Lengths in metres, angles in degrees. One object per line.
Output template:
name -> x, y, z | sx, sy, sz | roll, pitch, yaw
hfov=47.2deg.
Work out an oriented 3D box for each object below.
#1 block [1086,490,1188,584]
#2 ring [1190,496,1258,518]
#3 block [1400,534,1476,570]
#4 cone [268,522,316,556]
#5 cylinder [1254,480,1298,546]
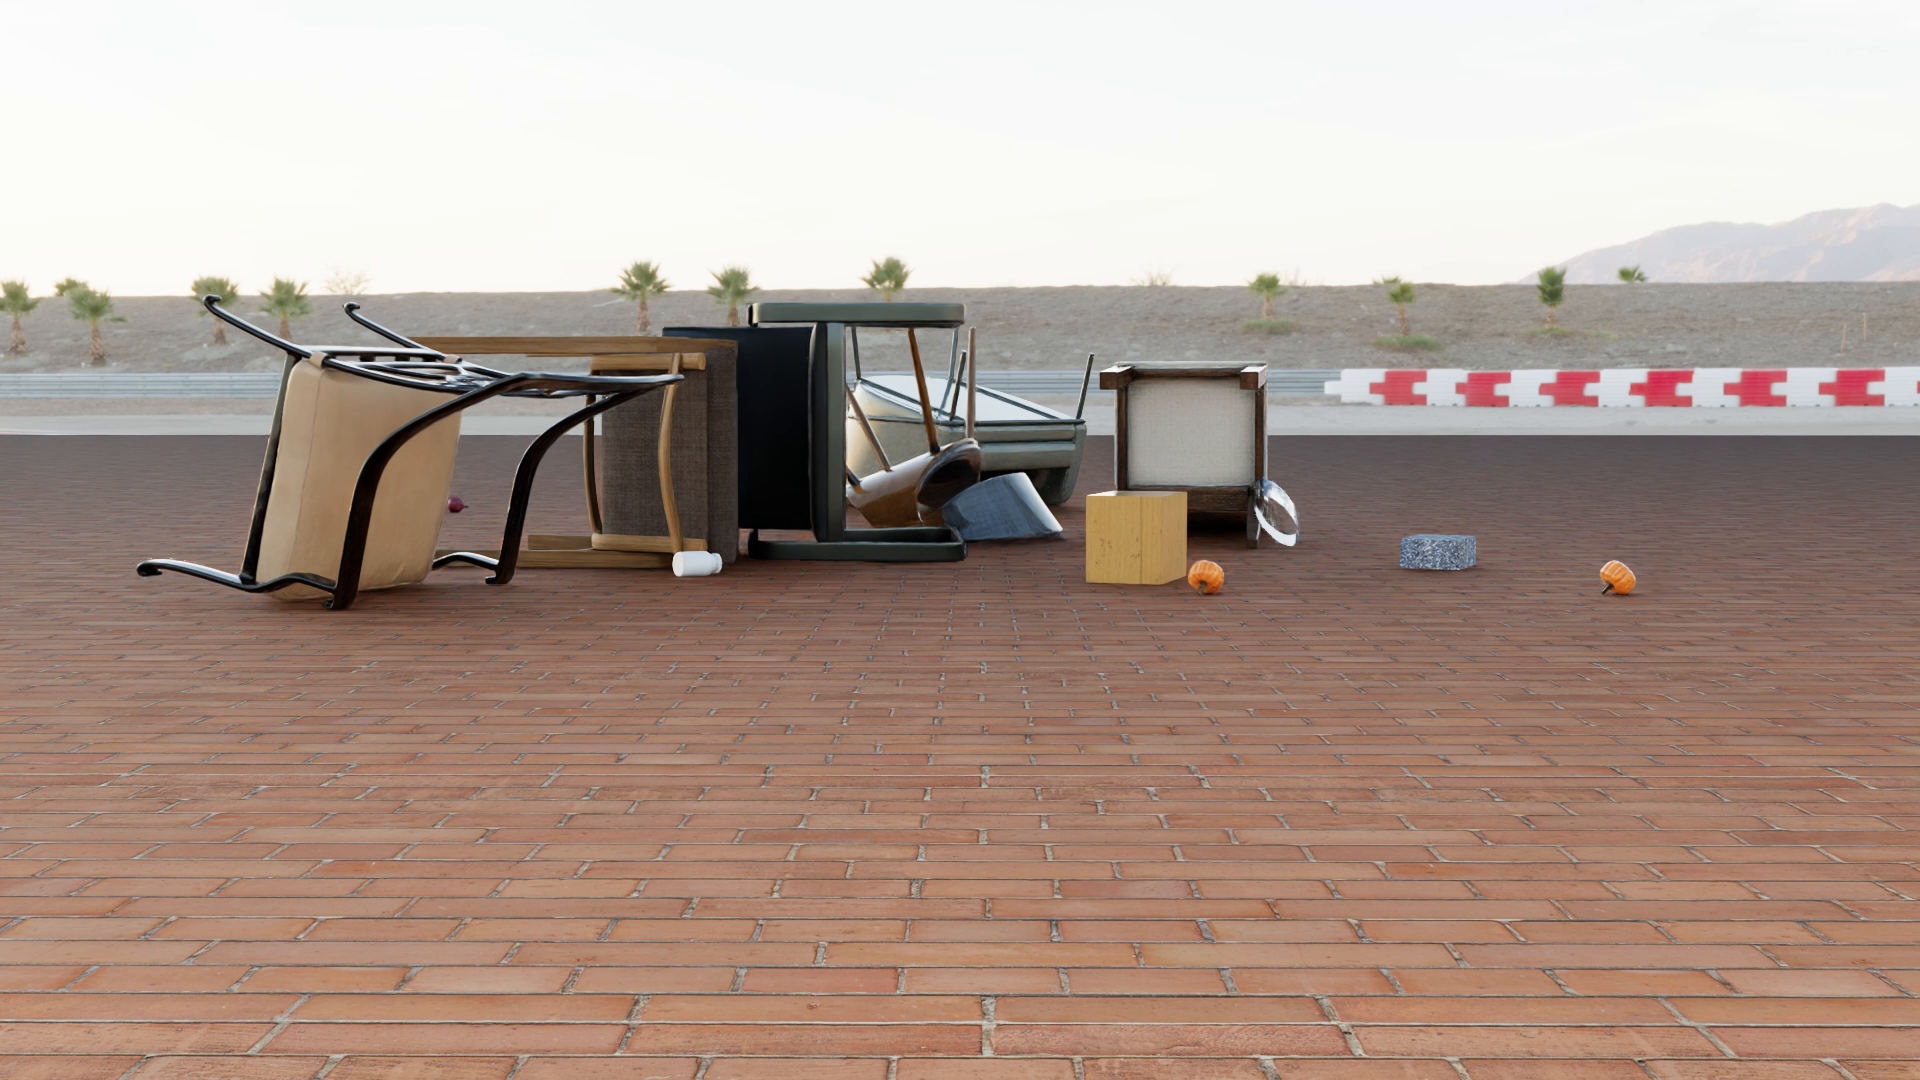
block -> 0.419, -0.009, 5.197 | 0.179, 0.202, 0.258 | 1, 4, 19
ring -> 0.941, -0.116, 7.695 | 0.279, 0.074, 0.275 | 0, 3, 15
block -> 1.213, 0.030, 5.574 | 0.147, 0.074, 0.196 | 2, 4, 25
cone -> -1.791, 0.019, 5.973 | 0.130, 0.083, 0.189 | -3, 17, -30
cylinder -> 0.911, -0.080, 6.329 | 0.085, 0.186, 0.109 | -33, 19, 21
